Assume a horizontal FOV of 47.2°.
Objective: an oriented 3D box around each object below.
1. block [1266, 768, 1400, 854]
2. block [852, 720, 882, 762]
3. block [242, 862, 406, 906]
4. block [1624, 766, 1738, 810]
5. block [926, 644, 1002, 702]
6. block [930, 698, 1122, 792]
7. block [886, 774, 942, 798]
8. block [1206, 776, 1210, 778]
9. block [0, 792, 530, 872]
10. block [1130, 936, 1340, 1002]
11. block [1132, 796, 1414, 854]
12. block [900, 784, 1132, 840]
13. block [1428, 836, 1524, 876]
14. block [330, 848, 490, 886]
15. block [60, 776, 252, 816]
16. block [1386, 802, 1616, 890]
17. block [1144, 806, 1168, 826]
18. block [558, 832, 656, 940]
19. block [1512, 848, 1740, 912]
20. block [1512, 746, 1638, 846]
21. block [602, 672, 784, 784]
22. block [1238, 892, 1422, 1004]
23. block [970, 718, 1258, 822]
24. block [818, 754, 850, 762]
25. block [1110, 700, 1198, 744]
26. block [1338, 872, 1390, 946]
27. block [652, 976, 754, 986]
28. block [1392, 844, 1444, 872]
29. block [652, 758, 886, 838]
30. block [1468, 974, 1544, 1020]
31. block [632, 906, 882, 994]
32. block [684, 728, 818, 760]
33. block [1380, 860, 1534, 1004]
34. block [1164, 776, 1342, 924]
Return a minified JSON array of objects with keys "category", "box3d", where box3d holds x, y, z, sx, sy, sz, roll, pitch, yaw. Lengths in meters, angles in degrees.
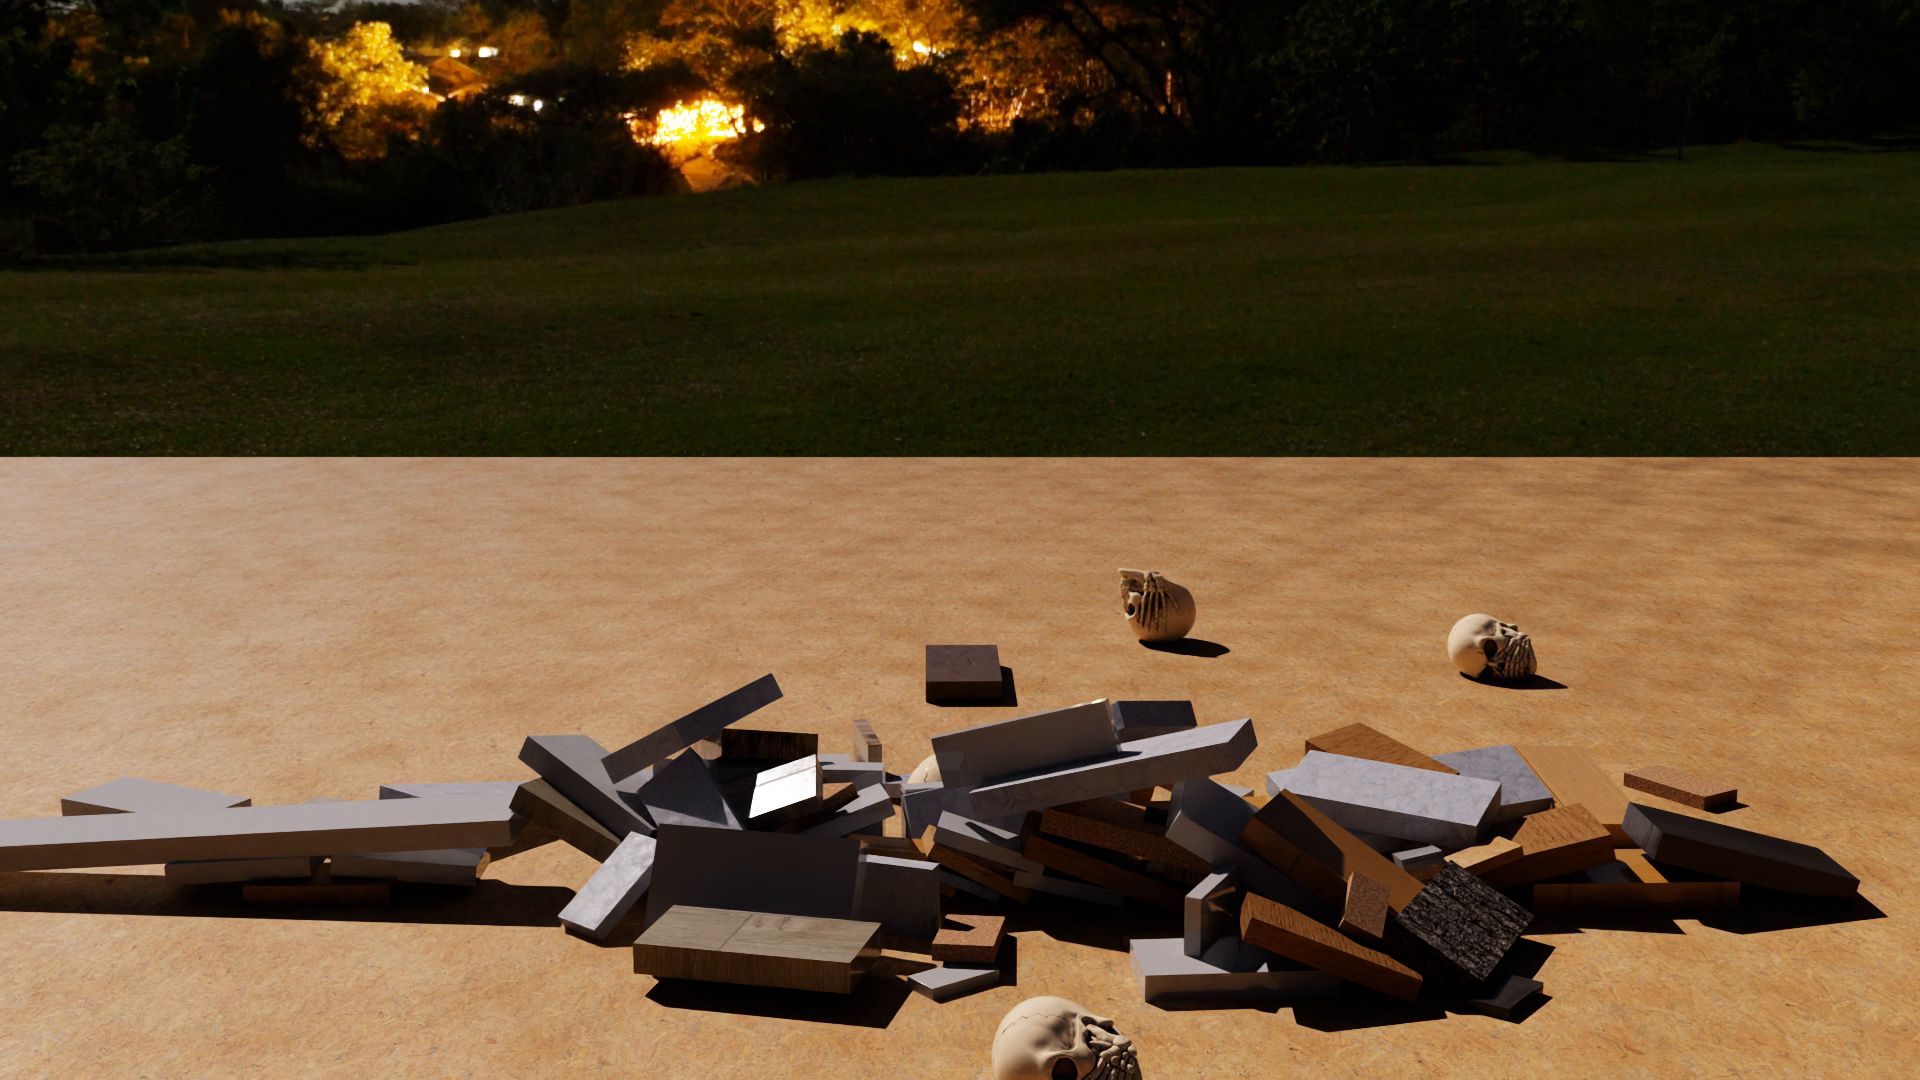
[{"category":"block","box3d":[0.647,0.471,3.832,0.131,0.037,0.272,-7,21,-13]},{"category":"block","box3d":[-0.182,0.422,4.313,0.027,0.095,0.190,-2,11,-11]},{"category":"block","box3d":[-1.057,0.573,3.666,0.239,0.034,0.120,0,11,-1]},{"category":"block","box3d":[1.381,0.474,4.218,0.095,0.027,0.190,-7,12,-32]},{"category":"block","box3d":[0.006,0.306,5.068,0.170,0.048,0.354,0,11,-1]},{"category":"block","box3d":[0.108,0.338,3.624,0.307,0.091,0.026,-14,4,18]},{"category":"block","box3d":[-0.072,0.465,4.165,0.095,0.027,0.190,-10,3,-43]},{"category":"block","box3d":[0.437,0.452,4.276,0.097,0.014,0.049,2,11,9]},{"category":"block","box3d":[-1.496,0.510,3.717,1.522,0.044,0.156,-3,10,2]},{"category":"block","box3d":[0.409,0.640,3.290,0.290,0.041,0.145,-1,11,-4]},{"category":"block","box3d":[0.541,0.505,3.867,0.584,0.043,0.153,-3,21,0]},{"category":"block","box3d":[0.102,0.469,3.763,0.386,0.145,0.041,-11,-3,-13]},{"category":"block","box3d":[0.838,0.521,3.577,0.140,0.019,0.067,-17,11,-16]},{"category":"block","box3d":[-0.920,0.536,3.690,0.239,0.034,0.120,5,10,-2]},{"category":"block","box3d":[-1.479,0.497,4.049,0.312,0.044,0.156,5,12,26]},{"category":"block","box3d":[0.896,0.526,3.660,0.340,0.048,0.170,-14,11,2]},{"category":"block","box3d":[0.346,0.455,3.586,0.091,0.013,0.045,11,11,6]},{"category":"block","box3d":[-0.549,0.553,3.523,0.093,0.026,0.186,9,48,41]},{"category":"block","box3d":[1.099,0.566,3.665,0.340,0.048,0.170,0,11,-2]},{"category":"block","box3d":[1.163,0.478,4.158,0.145,0.041,0.507,0,11,1]},{"category":"block","box3d":[-0.460,0.324,3.812,0.167,0.047,0.334,-28,-1,27]},{"category":"block","box3d":[0.546,0.601,3.252,0.263,0.037,0.131,20,9,2]},{"category":"block","box3d":[0.250,0.374,3.582,0.445,0.047,0.167,-14,4,21]},{"category":"block","box3d":[-0.260,0.457,4.313,0.091,0.026,0.182,-1,11,-5]},{"category":"block","box3d":[0.254,0.379,4.009,0.173,0.049,0.346,3,-27,-37]},{"category":"block","box3d":[0.612,0.556,3.322,0.063,0.018,0.125,26,32,3]},{"category":"block","box3d":[-0.362,0.640,3.330,0.186,0.026,0.093,2,11,11]},{"category":"block","box3d":[0.750,0.520,3.605,0.067,0.019,0.134,-14,-4,3]},{"category":"block","box3d":[-0.330,0.474,3.822,0.398,0.173,0.049,1,10,4]},{"category":"block","box3d":[0.797,0.666,3.211,0.063,0.018,0.125,8,13,37]},{"category":"block","box3d":[-0.300,0.610,3.287,0.334,0.047,0.167,3,11,14]},{"category":"block","box3d":[-0.382,0.386,3.966,0.170,0.048,0.340,5,-12,-18]},{"category":"block","box3d":[0.761,0.593,3.354,0.153,0.043,0.307,34,23,19]},{"category":"block","box3d":[0.488,0.499,3.506,0.334,0.047,0.167,31,23,-2]}]
